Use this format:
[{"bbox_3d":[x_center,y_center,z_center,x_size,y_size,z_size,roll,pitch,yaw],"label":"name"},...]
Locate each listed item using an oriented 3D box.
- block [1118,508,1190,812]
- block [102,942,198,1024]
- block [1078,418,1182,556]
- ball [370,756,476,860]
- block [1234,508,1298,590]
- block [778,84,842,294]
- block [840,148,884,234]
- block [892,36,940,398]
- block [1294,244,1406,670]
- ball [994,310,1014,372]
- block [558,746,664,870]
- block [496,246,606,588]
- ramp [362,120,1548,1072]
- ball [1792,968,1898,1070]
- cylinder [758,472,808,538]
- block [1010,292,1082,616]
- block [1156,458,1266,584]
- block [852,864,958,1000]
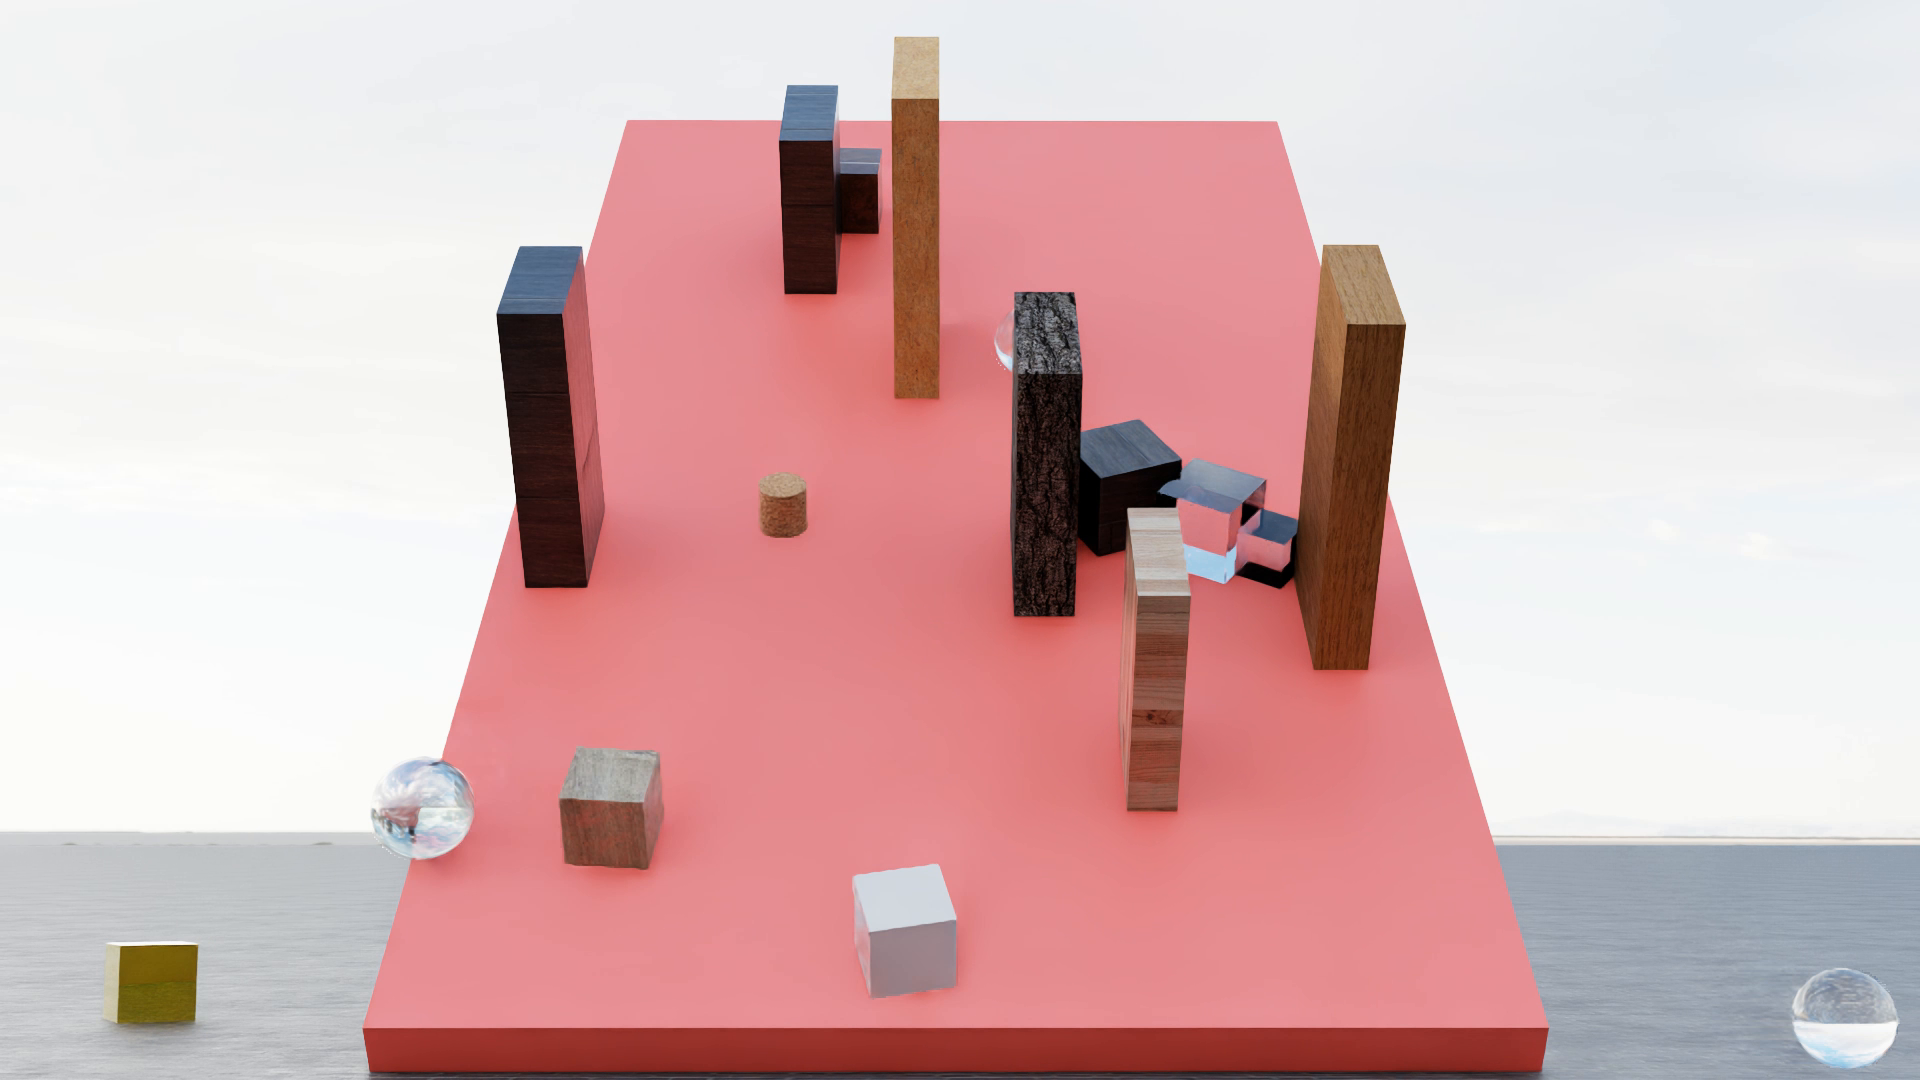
[{"bbox_3d":[0.363,0.226,4.618,0.095,0.487,0.303,0,32,0],"label":"block"},{"bbox_3d":[-1.784,0.973,5.386,0.165,0.165,0.165,4,-8,-29],"label":"block"},{"bbox_3d":[0.353,-0.118,5.442,0.201,0.201,0.201,-13,34,-21],"label":"block"},{"bbox_3d":[-0.983,0.489,4.469,0.188,0.188,0.188,0,-7,0],"label":"ball"},{"bbox_3d":[0.675,0.018,5.309,0.112,0.112,0.112,19,36,27],"label":"block"},{"bbox_3d":[-0.396,-0.939,6.534,0.138,0.437,0.384,0,32,0],"label":"block"},{"bbox_3d":[-0.312,-0.979,6.842,0.180,0.180,0.180,1,32,2],"label":"block"},{"bbox_3d":[-0.105,-0.784,5.963,0.109,0.780,0.403,0,32,0],"label":"block"},{"bbox_3d":[0.782,-0.163,4.958,0.111,0.792,0.353,0,32,0],"label":"block"},{"bbox_3d":[0.176,-0.494,6.067,0.178,0.178,0.178,0,-7,0],"label":"ball"},{"bbox_3d":[-0.640,0.493,4.498,0.154,0.154,0.154,3,32,4],"label":"block"},{"bbox_3d":[-0.870,-0.261,5.231,0.134,0.659,0.321,0,32,0],"label":"block"},{"bbox_3d":[-0.015,-0.192,5.843,2.000,0.100,4.000,0,32,0],"label":"ramp"},{"bbox_3d":[1.526,0.826,4.218,0.172,0.172,0.172,0,-7,0],"label":"ball"},{"bbox_3d":[-0.396,-0.077,5.459,0.108,0.108,0.108,0,32,0],"label":"cylinder"},{"bbox_3d":[0.179,-0.182,5.184,0.129,0.581,0.370,0,32,0],"label":"block"},{"bbox_3d":[0.546,-0.043,5.347,0.176,0.176,0.176,19,36,27],"label":"block"},{"bbox_3d":[-0.095,0.674,4.213,0.151,0.151,0.151,-7,33,-11],"label":"block"}]
